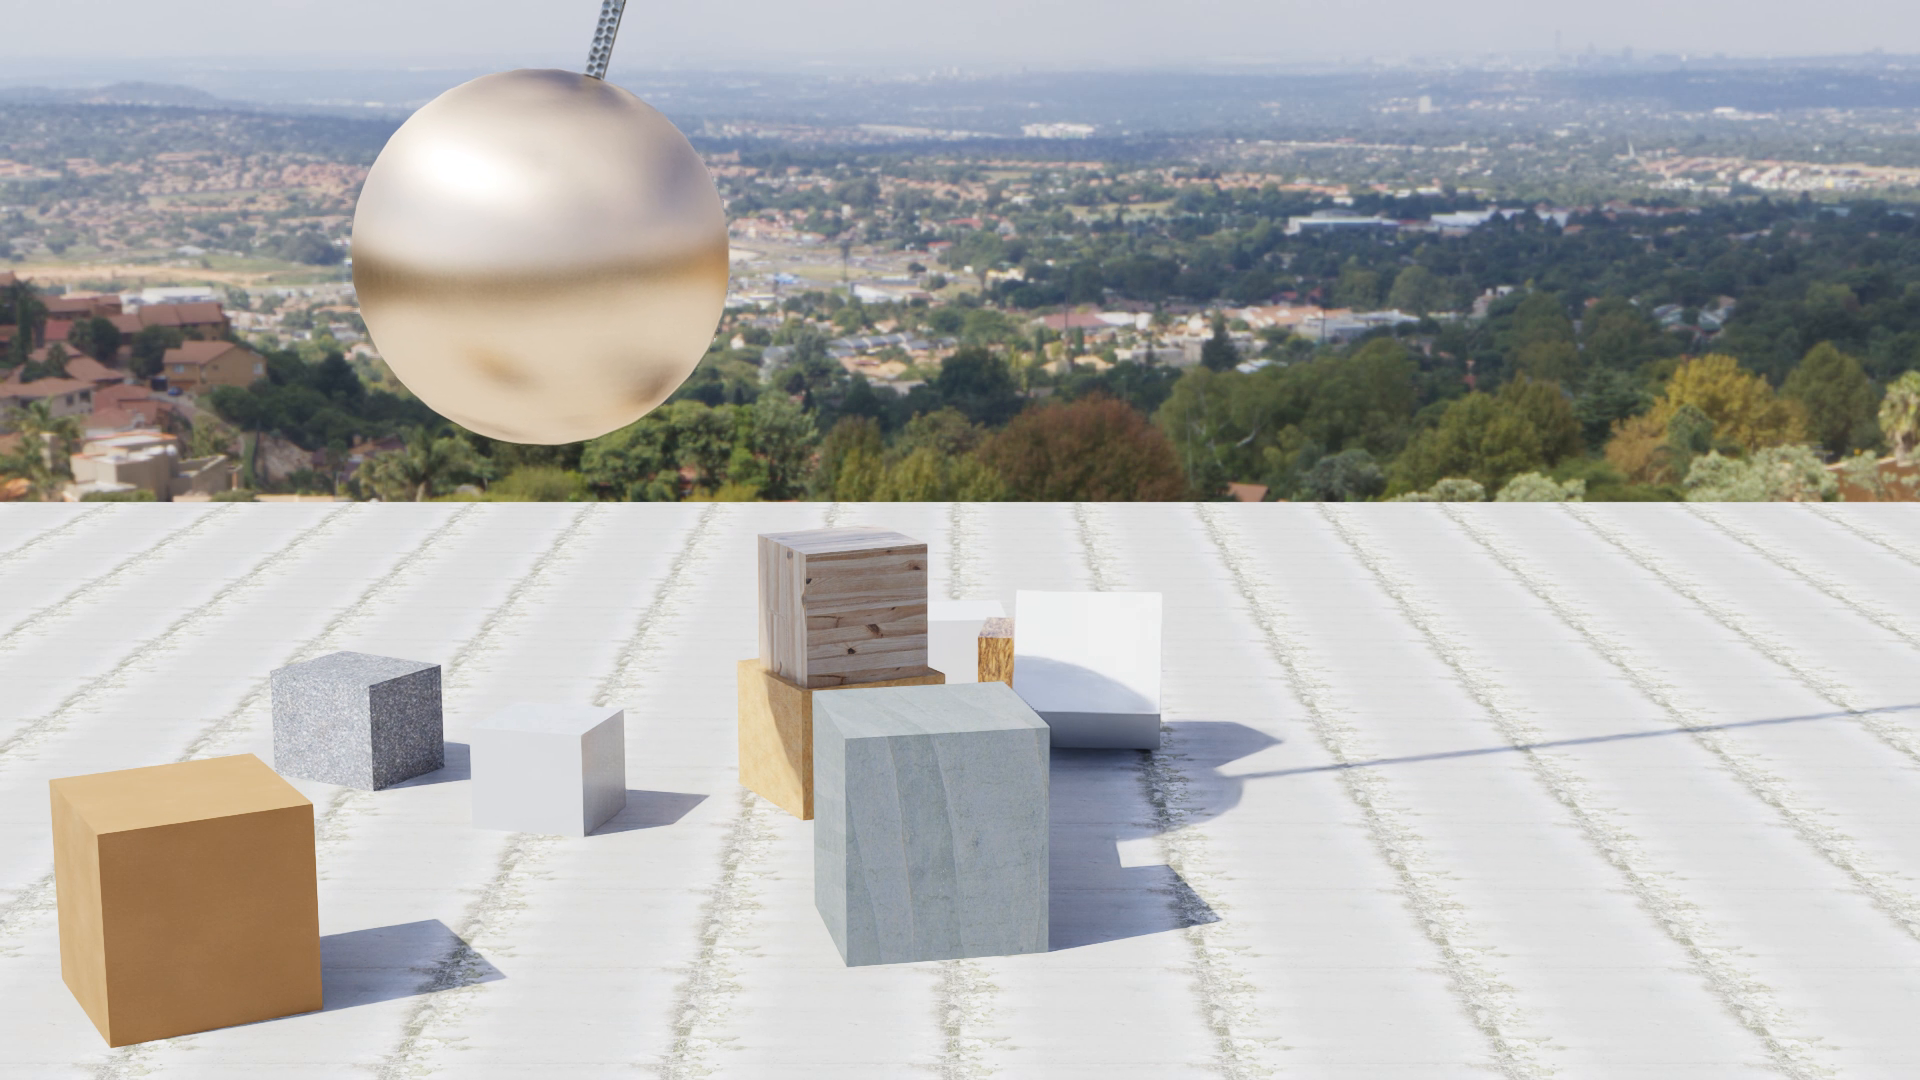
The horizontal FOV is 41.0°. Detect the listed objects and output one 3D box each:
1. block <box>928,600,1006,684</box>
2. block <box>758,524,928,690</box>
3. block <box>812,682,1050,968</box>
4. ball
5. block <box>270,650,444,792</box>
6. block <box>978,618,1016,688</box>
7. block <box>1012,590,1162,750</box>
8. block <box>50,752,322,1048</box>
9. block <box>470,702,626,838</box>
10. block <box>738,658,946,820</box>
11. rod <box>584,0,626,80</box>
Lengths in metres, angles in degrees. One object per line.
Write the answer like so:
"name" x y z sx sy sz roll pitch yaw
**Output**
"block" -0.002 0.634 14.767 0.504 0.469 0.541 -1 10 -4
"block" -0.573 0.314 12.495 0.635 0.650 0.597 -5 11 -26
"block" -0.132 1.153 10.600 0.827 0.939 0.805 -2 11 -12
"ball" -1.783 -1.206 10.961 1.600 1.600 1.600 0 10 0
"block" -3.060 0.912 13.043 0.658 0.540 0.530 6 12 29
"block" 0.365 0.725 14.225 0.482 0.485 0.528 1 10 6
"block" 0.672 0.681 13.349 0.746 0.645 0.646 1 -20 5
"block" -2.975 1.356 9.843 0.786 0.810 0.846 -6 12 -30
"block" -1.957 1.086 12.224 0.561 0.490 0.525 3 11 14
"block" -0.589 0.935 12.660 0.772 0.631 0.746 -6 12 -28
"rod" -0.773 -4.400 10.380 0.080 5.200 0.080 17 10 -3
